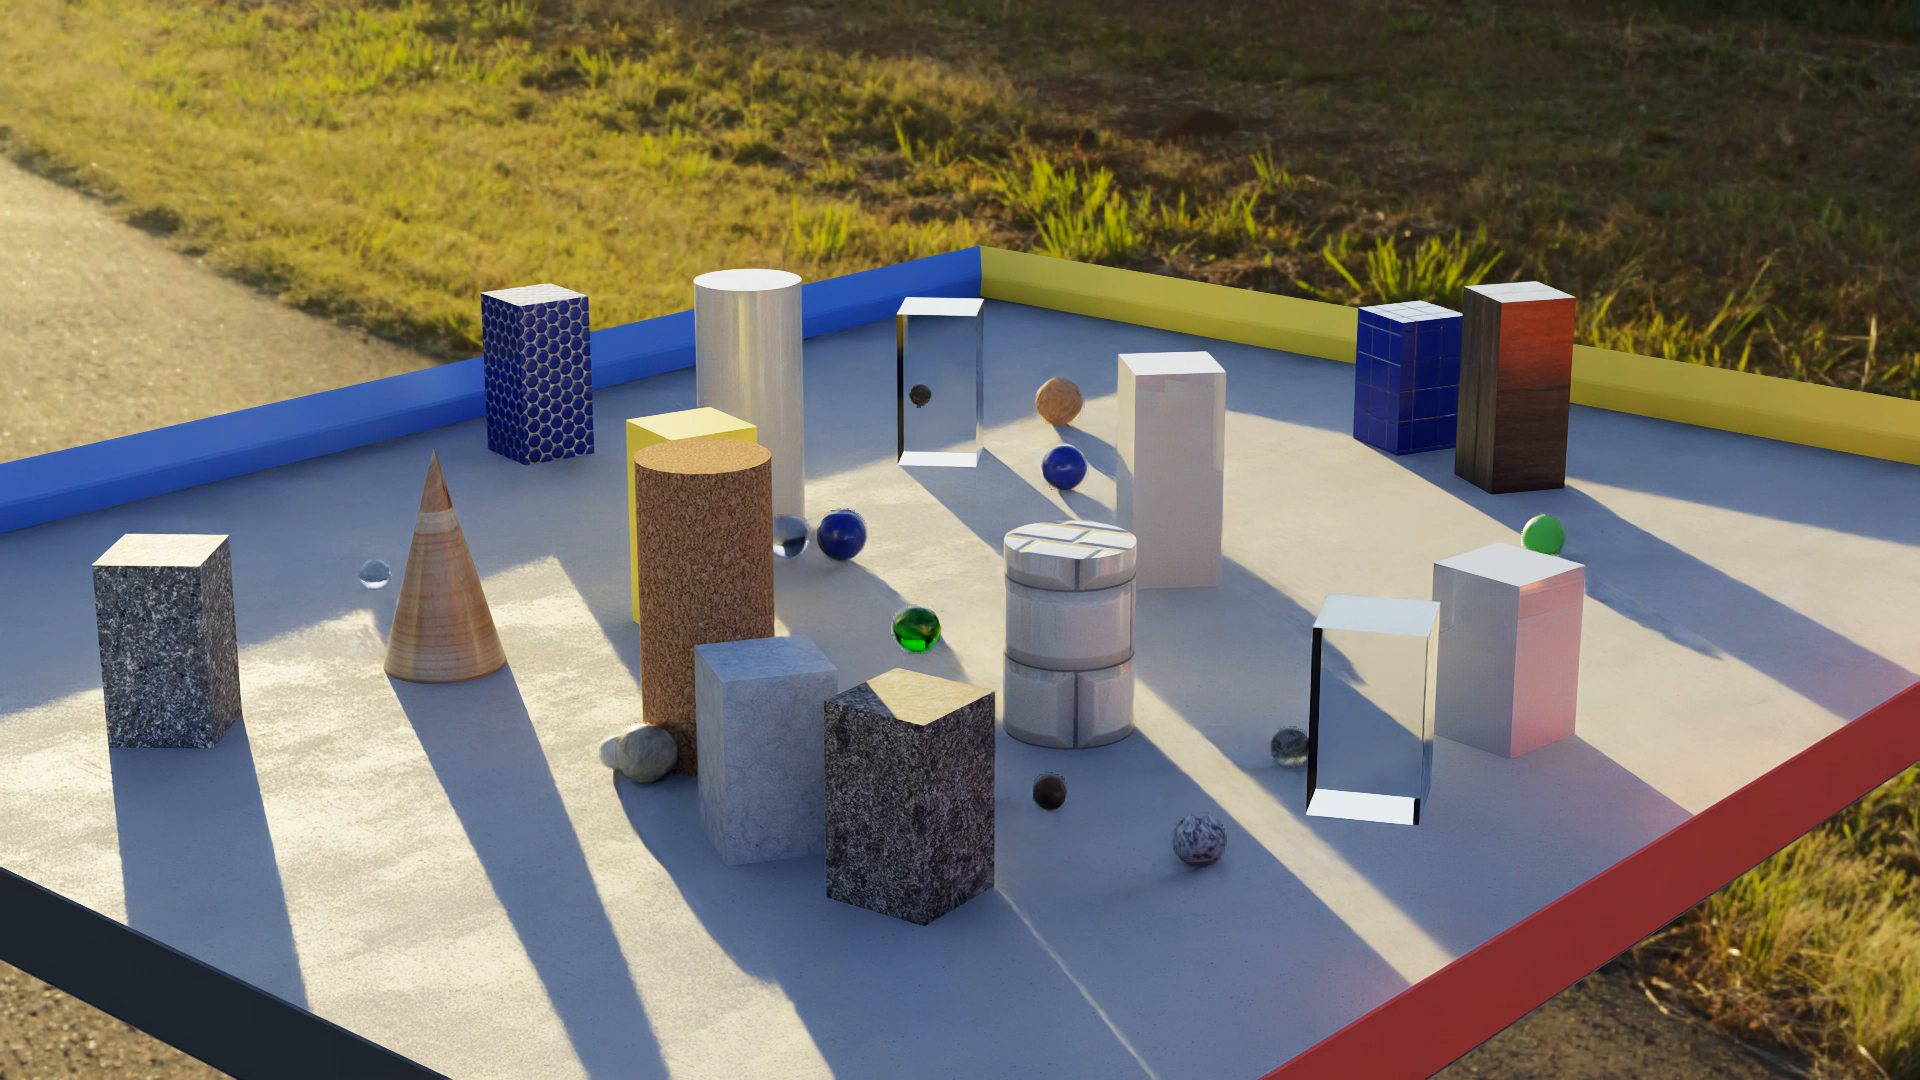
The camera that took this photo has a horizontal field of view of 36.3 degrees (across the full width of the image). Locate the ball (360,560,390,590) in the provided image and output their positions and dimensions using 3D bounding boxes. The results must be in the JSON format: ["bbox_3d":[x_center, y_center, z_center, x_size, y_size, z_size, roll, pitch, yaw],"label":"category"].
[{"bbox_3d":[-1.031,0.060,5.165,0.053,0.053,0.053,0,17,0],"label":"ball"}]

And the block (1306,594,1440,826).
[{"bbox_3d":[0.589,0.239,4.176,0.160,0.280,0.160,4,17,14],"label":"block"}]

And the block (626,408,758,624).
[{"bbox_3d":[-0.448,-0.025,4.929,0.160,0.353,0.160,-11,20,-32],"label":"block"}]

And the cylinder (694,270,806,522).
[{"bbox_3d":[-0.394,-0.260,5.510,0.200,0.467,0.200,0,17,0],"label":"cylinder"}]

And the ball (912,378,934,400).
[{"bbox_3d":[-0.082,-0.335,6.486,0.047,0.047,0.047,0,17,0],"label":"ball"}]

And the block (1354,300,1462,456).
[{"bbox_3d":[0.934,-0.338,6.093,0.160,0.280,0.160,-8,19,-26],"label":"block"}]

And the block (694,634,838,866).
[{"bbox_3d":[-0.266,0.287,4.044,0.160,0.265,0.160,-6,18,-18],"label":"block"}]

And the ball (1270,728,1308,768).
[{"bbox_3d":[0.489,0.307,4.333,0.059,0.059,0.059,0,17,0],"label":"ball"}]

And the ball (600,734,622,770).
[{"bbox_3d":[-0.505,0.313,4.326,0.052,0.052,0.052,0,17,0],"label":"ball"}]

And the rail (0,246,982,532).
[{"bbox_3d":[-1.196,-0.267,6.114,0.045,0.130,3.859,14,22,39],"label":"rail"}]

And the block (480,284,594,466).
[{"bbox_3d":[-0.867,-0.342,6.018,0.160,0.331,0.160,-12,21,-35],"label":"block"}]

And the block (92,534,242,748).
[{"bbox_3d":[-1.201,0.153,4.451,0.160,0.288,0.160,1,17,2],"label":"block"}]

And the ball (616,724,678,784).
[{"bbox_3d":[-0.456,0.311,4.271,0.088,0.088,0.088,0,17,0],"label":"ball"}]

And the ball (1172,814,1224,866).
[{"bbox_3d":[0.323,0.407,3.980,0.071,0.071,0.071,0,17,0],"label":"ball"}]

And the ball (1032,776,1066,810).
[{"bbox_3d":[0.127,0.360,4.178,0.049,0.049,0.049,0,17,0],"label":"ball"}]

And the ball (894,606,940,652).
[{"bbox_3d":[-0.071,0.146,4.835,0.078,0.078,0.078,0,17,0],"label":"ball"}]

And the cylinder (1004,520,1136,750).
[{"bbox_3d":[0.166,0.143,4.461,0.200,0.300,0.200,0,17,0],"label":"cylinder"}]

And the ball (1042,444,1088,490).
[{"bbox_3d":[0.206,-0.143,5.776,0.091,0.091,0.091,0,17,0],"label":"ball"}]

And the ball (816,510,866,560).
[{"bbox_3d":[-0.214,-0.008,5.324,0.091,0.091,0.091,0,17,0],"label":"ball"}]

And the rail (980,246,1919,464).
[{"bbox_3d":[1.250,-0.382,6.498,3.216,0.130,0.045,14,22,39],"label":"rail"}]

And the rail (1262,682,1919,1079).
[{"bbox_3d":[1.196,0.332,4.125,0.045,0.130,3.859,14,22,39],"label":"rail"}]

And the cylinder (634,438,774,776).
[{"bbox_3d":[-0.375,0.098,4.334,0.200,0.460,0.200,0,17,0],"label":"cylinder"}]

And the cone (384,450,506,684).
[{"bbox_3d":[-0.841,0.026,4.734,0.200,0.366,0.200,0,17,0],"label":"cone"}]

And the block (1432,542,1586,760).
[{"bbox_3d":[0.825,0.165,4.440,0.160,0.270,0.160,-15,22,-40],"label":"block"}]

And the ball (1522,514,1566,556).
[{"bbox_3d":[1.064,-0.007,5.347,0.077,0.077,0.077,0,17,0],"label":"ball"}]

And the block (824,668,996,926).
[{"bbox_3d":[-0.065,0.336,3.862,0.160,0.277,0.160,11,20,33],"label":"block"}]

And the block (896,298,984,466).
[{"bbox_3d":[-0.039,-0.324,5.988,0.160,0.313,0.160,2,17,5],"label":"block"}]

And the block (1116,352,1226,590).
[{"bbox_3d":[0.371,-0.125,5.198,0.160,0.388,0.160,-2,17,-7],"label":"block"}]

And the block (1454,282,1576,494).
[{"bbox_3d":[1.095,-0.302,5.792,0.160,0.384,0.160,-5,18,-17],"label":"block"}]

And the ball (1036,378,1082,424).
[{"bbox_3d":[0.212,-0.297,6.269,0.100,0.100,0.100,0,17,0],"label":"ball"}]

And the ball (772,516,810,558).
[{"bbox_3d":[-0.314,-0.006,5.344,0.077,0.077,0.077,0,17,0],"label":"ball"}]

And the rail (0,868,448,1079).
[{"bbox_3d":[-1.250,0.447,3.742,3.216,0.130,0.045,14,22,39],"label":"rail"}]
